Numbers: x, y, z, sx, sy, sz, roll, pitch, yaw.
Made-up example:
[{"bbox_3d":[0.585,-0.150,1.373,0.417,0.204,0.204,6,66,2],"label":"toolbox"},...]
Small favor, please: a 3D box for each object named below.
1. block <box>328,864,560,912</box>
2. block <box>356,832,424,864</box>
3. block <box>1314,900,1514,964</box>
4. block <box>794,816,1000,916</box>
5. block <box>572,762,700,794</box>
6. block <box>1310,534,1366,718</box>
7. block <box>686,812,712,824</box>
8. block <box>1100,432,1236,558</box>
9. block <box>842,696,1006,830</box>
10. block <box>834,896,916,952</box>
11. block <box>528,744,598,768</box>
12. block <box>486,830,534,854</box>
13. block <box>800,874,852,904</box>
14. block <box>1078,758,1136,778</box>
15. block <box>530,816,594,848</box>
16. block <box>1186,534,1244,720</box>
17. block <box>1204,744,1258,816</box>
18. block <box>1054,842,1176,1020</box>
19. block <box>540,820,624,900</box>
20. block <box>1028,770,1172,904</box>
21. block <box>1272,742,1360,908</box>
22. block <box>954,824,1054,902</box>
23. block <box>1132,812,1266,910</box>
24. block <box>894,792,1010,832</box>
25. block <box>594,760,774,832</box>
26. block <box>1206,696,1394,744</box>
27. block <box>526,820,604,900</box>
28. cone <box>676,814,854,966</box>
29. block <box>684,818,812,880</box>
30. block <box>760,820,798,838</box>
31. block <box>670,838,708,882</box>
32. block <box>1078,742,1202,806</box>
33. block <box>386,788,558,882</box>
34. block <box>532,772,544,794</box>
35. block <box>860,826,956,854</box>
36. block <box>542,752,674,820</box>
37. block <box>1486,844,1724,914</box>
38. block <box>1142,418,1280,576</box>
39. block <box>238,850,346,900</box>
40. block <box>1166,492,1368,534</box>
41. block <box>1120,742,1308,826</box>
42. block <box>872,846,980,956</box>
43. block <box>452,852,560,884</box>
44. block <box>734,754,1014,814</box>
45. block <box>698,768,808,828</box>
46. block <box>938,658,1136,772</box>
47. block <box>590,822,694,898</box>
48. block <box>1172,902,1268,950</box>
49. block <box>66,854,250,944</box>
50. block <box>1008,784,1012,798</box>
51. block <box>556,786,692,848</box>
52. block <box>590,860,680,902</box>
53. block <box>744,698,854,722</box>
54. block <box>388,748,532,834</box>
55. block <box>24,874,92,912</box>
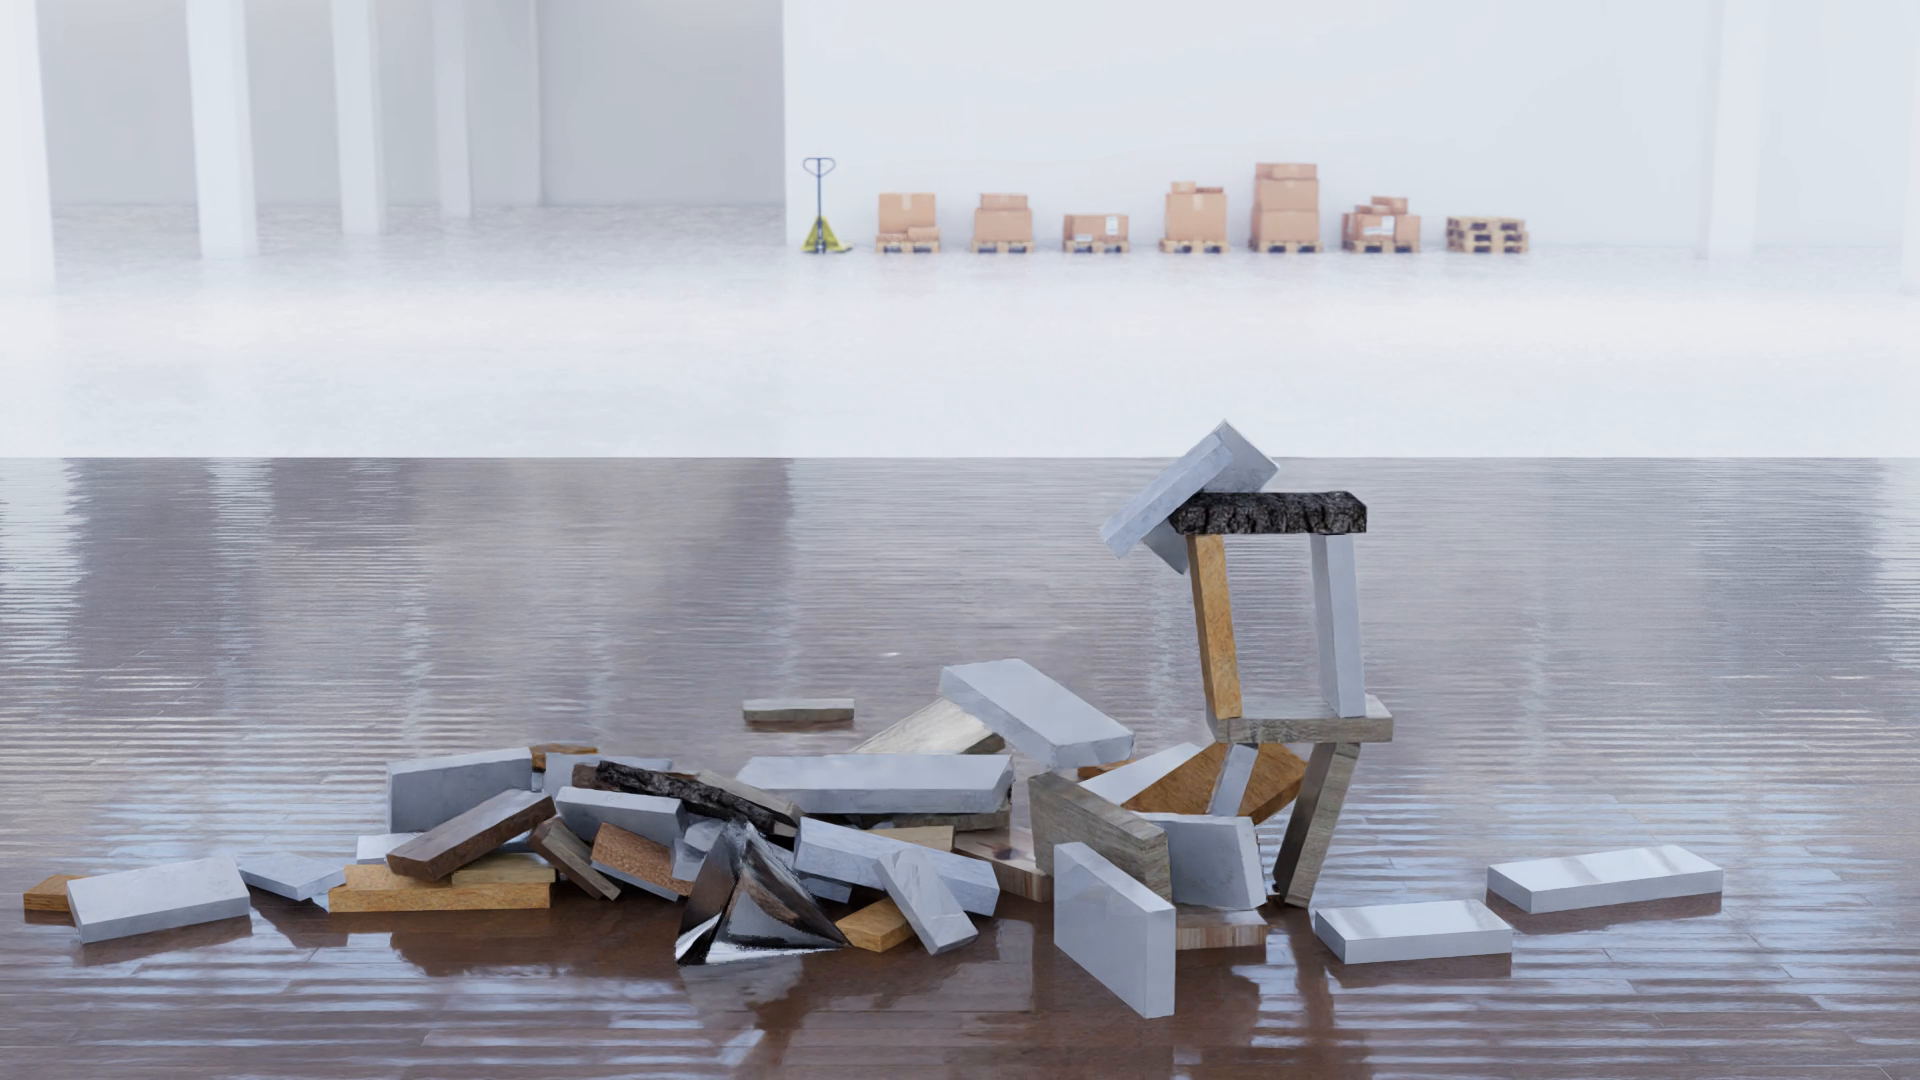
[{"bbox_3d":[-0.853,0.575,3.651,0.356,0.036,0.128,-1,11,-3],"label":"block"},{"bbox_3d":[-0.914,0.543,3.824,0.257,0.036,0.128,-3,11,-14],"label":"block"},{"bbox_3d":[0.709,0.612,3.444,0.272,0.039,0.136,-2,11,-10],"label":"block"},{"bbox_3d":[-0.106,0.532,3.591,0.329,0.047,0.164,15,5,-6],"label":"block"},{"bbox_3d":[-0.588,0.471,3.977,0.234,0.117,0.033,3,2,15],"label":"block"},{"bbox_3d":[0.614,0.124,3.579,0.042,0.299,0.149,-6,11,-1],"label":"block"},{"bbox_3d":[-0.470,0.509,3.796,0.284,0.036,0.127,8,-30,36],"label":"block"},{"bbox_3d":[0.330,-0.074,3.524,0.241,0.034,0.121,-41,9,7],"label":"block"},{"bbox_3d":[-0.097,0.412,4.113,0.329,0.047,0.164,-28,36,-26],"label":"block"},{"bbox_3d":[-0.109,0.606,3.507,0.095,0.027,0.191,7,13,33],"label":"block"},{"bbox_3d":[-0.806,0.428,4.360,0.095,0.027,0.215,-7,2,-34],"label":"block"},{"bbox_3d":[-0.813,0.521,3.769,0.189,0.027,0.094,-3,11,-17],"label":"block"},{"bbox_3d":[-0.275,0.547,3.630,0.191,0.027,0.095,16,9,-7],"label":"block"},{"bbox_3d":[0.325,0.458,4.305,0.096,0.027,0.192,-7,12,-32],"label":"block"},{"bbox_3d":[-0.670,0.512,3.812,0.167,0.024,0.084,23,2,-40],"label":"block"},{"bbox_3d":[0.412,0.126,3.573,0.042,0.299,0.149,-8,11,0],"label":"block"},{"bbox_3d":[0.431,0.453,3.634,0.040,0.284,0.142,18,13,5],"label":"block"},{"bbox_3d":[0.227,0.578,3.290,0.046,0.161,0.322,-4,11,-21],"label":"block"},{"bbox_3d":[-0.623,0.530,3.642,0.152,0.022,0.076,41,5,-8],"label":"block"},{"bbox_3d":[0.221,0.494,3.508,0.046,0.161,0.322,-16,19,-28],"label":"block"},{"bbox_3d":[0.589,0.451,3.643,0.040,0.284,0.142,16,10,-3],"label":"block"},{"bbox_3d":[0.079,0.544,3.791,0.164,0.047,0.329,-10,15,-43],"label":"block"},{"bbox_3d":[0.361,0.508,3.503,0.039,0.136,0.272,-16,7,-41],"label":"block"},{"bbox_3d":[-0.014,0.482,3.865,0.202,0.029,0.101,-6,13,1],"label":"block"},{"bbox_3d":[-0.475,0.434,3.745,0.116,0.033,0.389,32,-18,-35],"label":"block"},{"bbox_3d":[0.553,0.293,3.604,0.283,0.040,0.142,0,11,-2],"label":"block"},{"bbox_3d":[-0.651,0.533,3.657,0.152,0.022,0.076,40,5,-9],"label":"block"},{"bbox_3d":[-0.272,0.584,3.394,0.248,0.248,0.248,25,4,-16],"label":"cone"},{"bbox_3d":[-0.343,0.507,3.572,0.191,0.027,0.095,21,10,22],"label":"block"},{"bbox_3d":[-0.331,0.499,3.848,0.116,0.033,0.231,4,-10,19],"label":"block"},{"bbox_3d":[-0.369,0.548,3.631,0.217,0.031,0.108,15,9,-12],"label":"block"},{"bbox_3d":[0.376,0.469,4.109,0.162,0.046,0.394,22,22,35],"label":"block"},{"bbox_3d":[-0.814,0.490,3.672,0.127,0.036,0.255,0,20,46],"label":"block"},{"bbox_3d":[-0.831,0.477,4.184,0.234,0.033,0.117,-2,11,-12],"label":"block"},{"bbox_3d":[-0.112,0.528,3.742,0.202,0.029,0.101,-4,22,5],"label":"block"},{"bbox_3d":[-0.650,0.458,4.049,0.234,0.117,0.033,2,-13,10],"label":"block"},{"bbox_3d":[1.081,0.567,3.686,0.365,0.039,0.136,-3,11,-17],"label":"block"},{"bbox_3d":[0.403,-0.072,3.648,0.121,0.241,0.034,41,13,-5],"label":"block"},{"bbox_3d":[-1.116,0.558,3.664,0.084,0.024,0.241,-20,14,-39],"label":"block"},{"bbox_3d":[0.492,-0.044,3.544,0.299,0.042,0.149,0,11,-2],"label":"block"},{"bbox_3d":[0.450,0.450,3.858,0.323,0.046,0.162,-29,47,-29],"label":"block"},{"bbox_3d":[-0.055,0.565,3.448,0.088,0.025,0.176,-10,54,-44],"label":"block"},{"bbox_3d":[-0.752,0.545,3.650,0.167,0.024,0.084,-1,11,-4],"label":"block"},{"bbox_3d":[-0.159,0.434,3.911,0.487,0.046,0.161,-2,16,14],"label":"block"},{"bbox_3d":[-0.346,0.433,3.675,0.175,0.025,0.088,18,-19,19],"label":"block"},{"bbox_3d":[0.124,0.286,3.640,0.162,0.046,0.323,-4,23,-35],"label":"block"},{"bbox_3d":[-0.500,0.536,3.639,0.217,0.031,0.108,23,8,-8],"label":"block"},{"bbox_3d":[0.351,0.608,3.476,0.241,0.034,0.121,-2,11,-9],"label":"block"},{"bbox_3d":[-1.293,0.577,3.548,0.257,0.036,0.128,-6,28,-31],"label":"block"},{"bbox_3d":[-0.009,0.477,4.204,0.192,0.027,0.096,-5,12,-24],"label":"block"},{"bbox_3d":[-0.561,0.470,3.692,0.217,0.108,0.031,4,47,16],"label":"block"},{"bbox_3d":[-0.536,0.550,3.651,0.152,0.022,0.076,24,8,-9],"label":"block"},{"bbox_3d":[-0.350,0.369,4.790,0.239,0.025,0.088,-1,11,-4],"label":"block"},{"bbox_3d":[-0.914,0.457,4.022,0.255,0.127,0.036,-5,28,-25],"label":"block"},{"bbox_3d":[-1.431,0.584,3.627,0.189,0.027,0.094,2,11,9],"label":"block"}]
